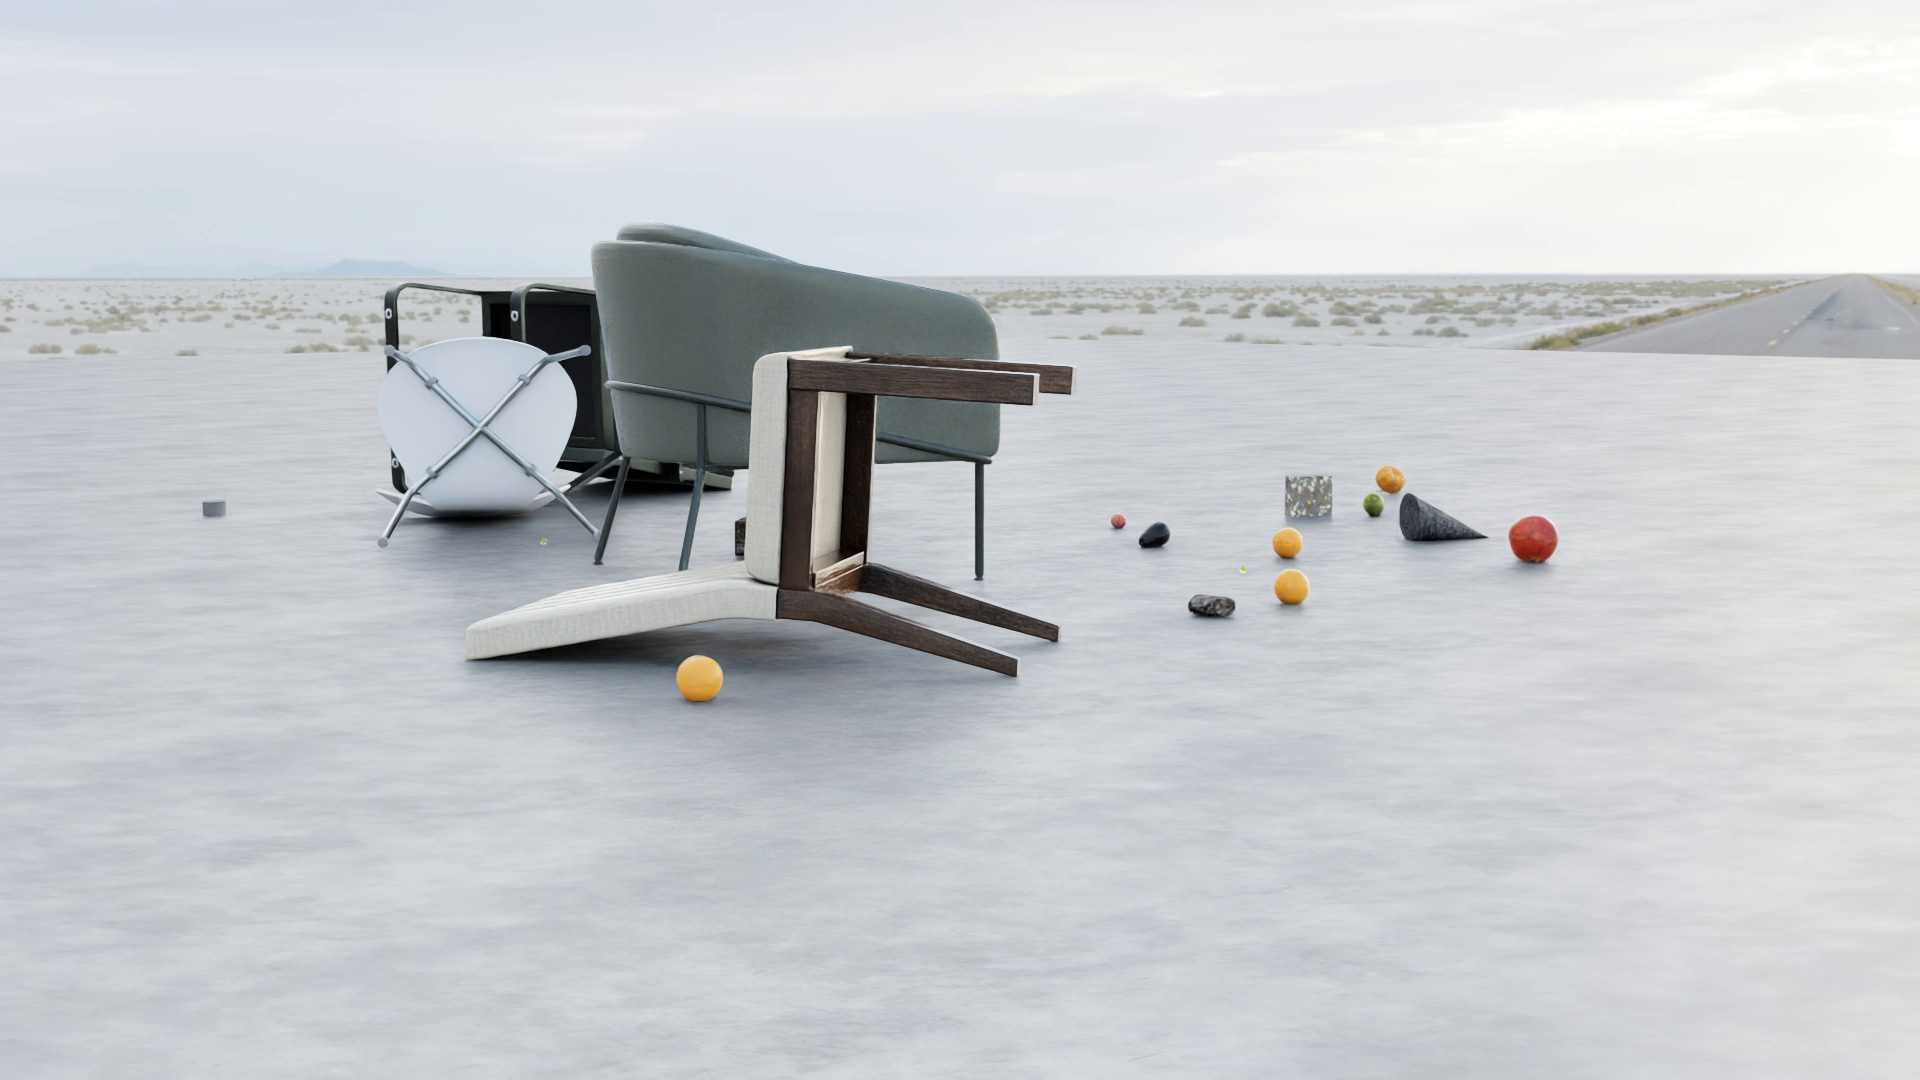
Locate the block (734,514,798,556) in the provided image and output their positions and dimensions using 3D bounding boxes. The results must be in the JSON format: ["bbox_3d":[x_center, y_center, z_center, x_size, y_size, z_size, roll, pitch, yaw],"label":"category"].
[{"bbox_3d":[-0.461,-0.012,6.130,0.122,0.081,0.168,1,6,7],"label":"block"}]

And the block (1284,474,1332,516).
[{"bbox_3d":[0.960,-0.122,7.063,0.119,0.109,0.049,-2,6,-18],"label":"block"}]

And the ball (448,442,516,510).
[{"bbox_3d":[-1.341,-0.177,7.197,0.191,0.191,0.191,0,6,0],"label":"ball"}]

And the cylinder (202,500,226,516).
[{"bbox_3d":[-2.060,-0.089,7.086,0.060,0.038,0.084,0,6,0],"label":"cylinder"}]

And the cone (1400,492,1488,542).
[{"bbox_3d":[1.230,-0.032,6.446,0.216,0.097,0.205,14,24,-9],"label":"cone"}]
